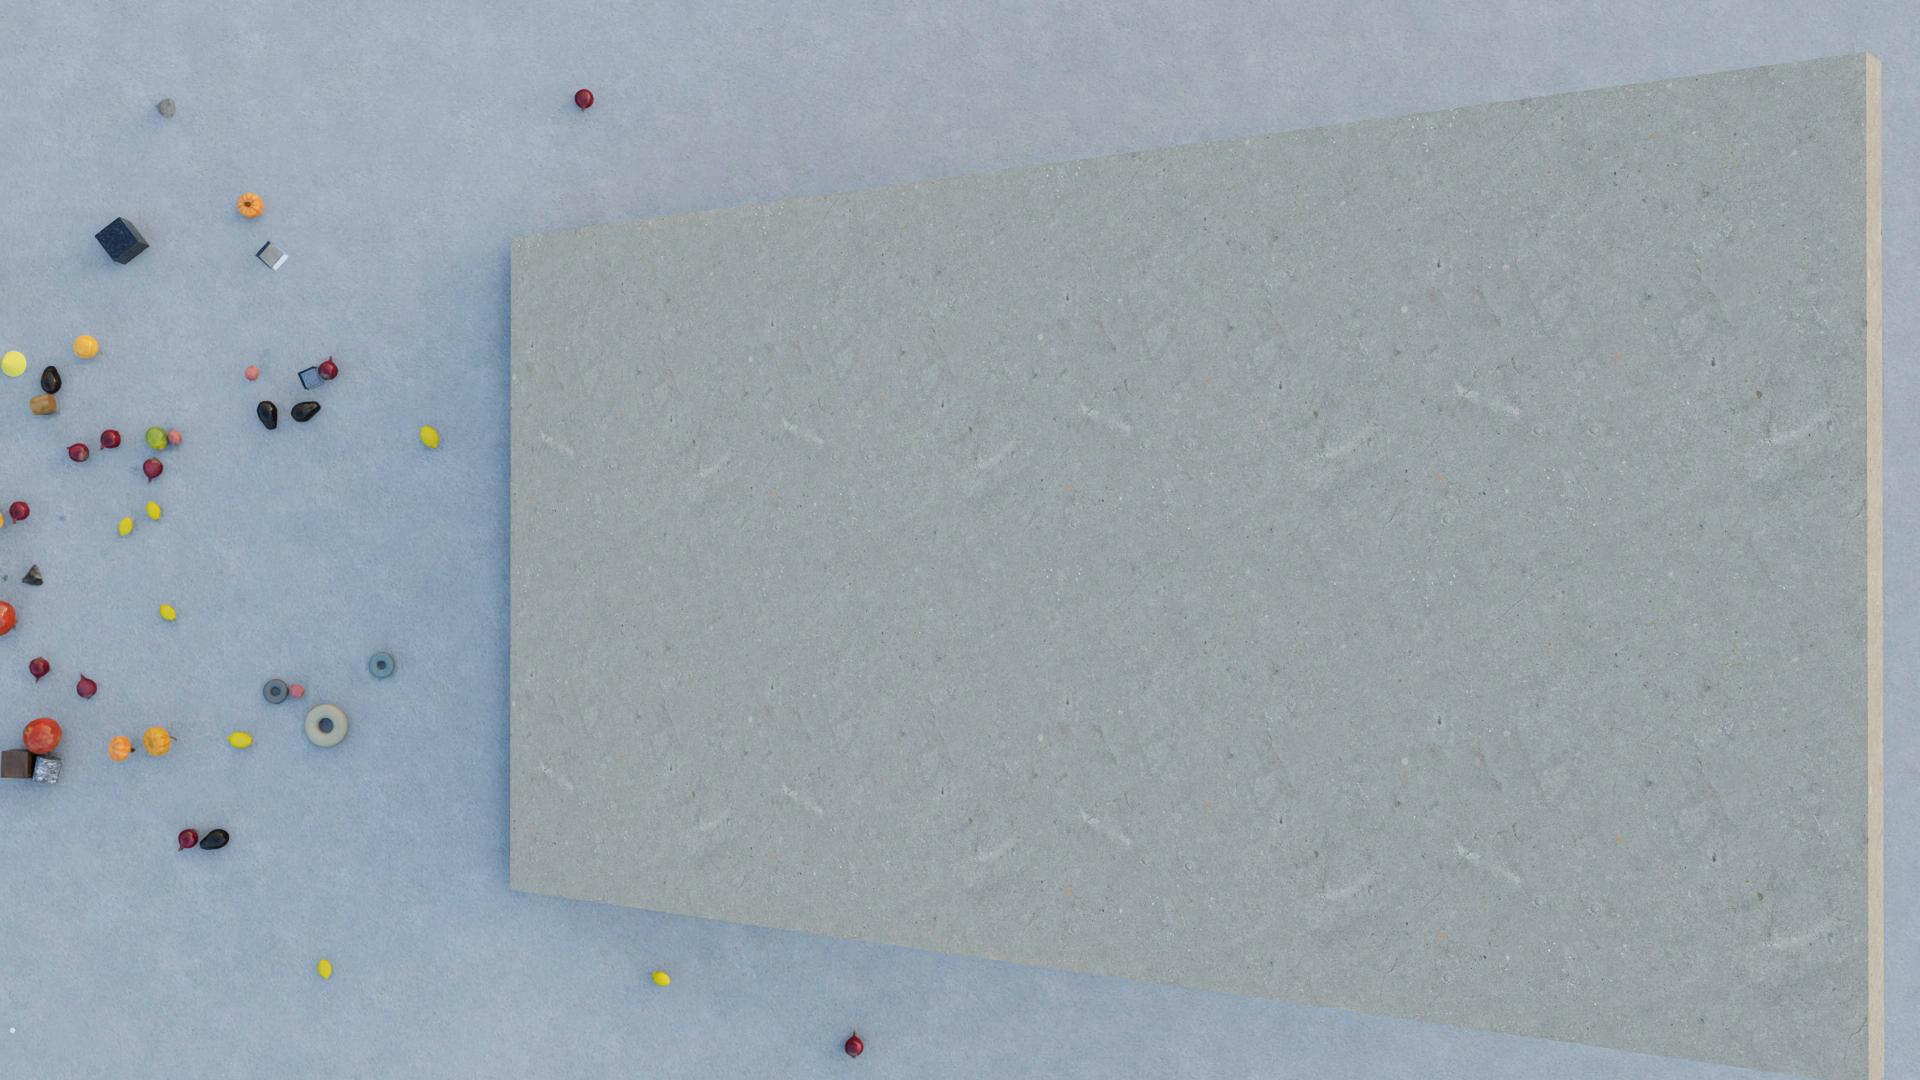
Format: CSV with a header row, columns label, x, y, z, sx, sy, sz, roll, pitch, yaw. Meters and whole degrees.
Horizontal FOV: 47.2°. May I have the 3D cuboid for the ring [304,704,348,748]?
label,x,y,z,sx,sy,sz,roll,pitch,yaw
ring,-1.958,0.573,6.793,0.136,0.045,0.136,0,90,-1

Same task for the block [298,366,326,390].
label,x,y,z,sx,sy,sz,roll,pitch,yaw
block,-2.005,-0.500,6.796,0.053,0.053,0.053,-24,90,0

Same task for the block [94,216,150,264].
label,x,y,z,sx,sy,sz,roll,pitch,yaw
block,-2.583,-0.922,6.777,0.096,0.096,0.096,-38,90,0

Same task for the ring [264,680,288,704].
label,x,y,z,sx,sy,sz,roll,pitch,yaw
ring,-2.117,0.469,6.803,0.078,0.026,0.078,0,89,-1

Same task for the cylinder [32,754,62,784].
label,x,y,z,sx,sy,sz,roll,pitch,yaw
cylinder,-2.813,0.708,6.777,0.075,0.075,0.075,12,90,0

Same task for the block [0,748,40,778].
label,x,y,z,sx,sy,sz,roll,pitch,yaw
block,-2.896,0.689,6.774,0.081,0.081,0.081,2,90,0

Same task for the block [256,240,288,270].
label,x,y,z,sx,sy,sz,roll,pitch,yaw
block,-2.126,-0.879,6.795,0.061,0.061,0.061,42,90,0

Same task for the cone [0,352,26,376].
label,x,y,z,sx,sy,sz,roll,pitch,yaw
cone,-2.937,-0.547,6.783,0.080,0.080,0.080,0,90,0

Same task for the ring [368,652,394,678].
label,x,y,z,sx,sy,sz,roll,pitch,yaw
ring,-1.789,0.387,6.804,0.079,0.026,0.079,0,91,1

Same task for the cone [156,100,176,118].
label,x,y,z,sx,sy,sz,roll,pitch,yaw
cone,-2.476,-1.340,6.815,0.059,0.059,0.059,17,90,29

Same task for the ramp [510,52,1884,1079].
label,x,y,z,sx,sy,sz,roll,pitch,yaw
ramp,0.220,0.063,5.536,4.000,0.100,2.000,0,90,38

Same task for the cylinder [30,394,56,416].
label,x,y,z,sx,sy,sz,roll,pitch,yaw
cylinder,-2.832,-0.418,6.793,0.058,0.058,0.058,-15,90,0

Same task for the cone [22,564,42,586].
label,x,y,z,sx,sy,sz,roll,pitch,yaw
cone,-2.868,0.101,6.805,0.060,0.060,0.060,-3,63,0
